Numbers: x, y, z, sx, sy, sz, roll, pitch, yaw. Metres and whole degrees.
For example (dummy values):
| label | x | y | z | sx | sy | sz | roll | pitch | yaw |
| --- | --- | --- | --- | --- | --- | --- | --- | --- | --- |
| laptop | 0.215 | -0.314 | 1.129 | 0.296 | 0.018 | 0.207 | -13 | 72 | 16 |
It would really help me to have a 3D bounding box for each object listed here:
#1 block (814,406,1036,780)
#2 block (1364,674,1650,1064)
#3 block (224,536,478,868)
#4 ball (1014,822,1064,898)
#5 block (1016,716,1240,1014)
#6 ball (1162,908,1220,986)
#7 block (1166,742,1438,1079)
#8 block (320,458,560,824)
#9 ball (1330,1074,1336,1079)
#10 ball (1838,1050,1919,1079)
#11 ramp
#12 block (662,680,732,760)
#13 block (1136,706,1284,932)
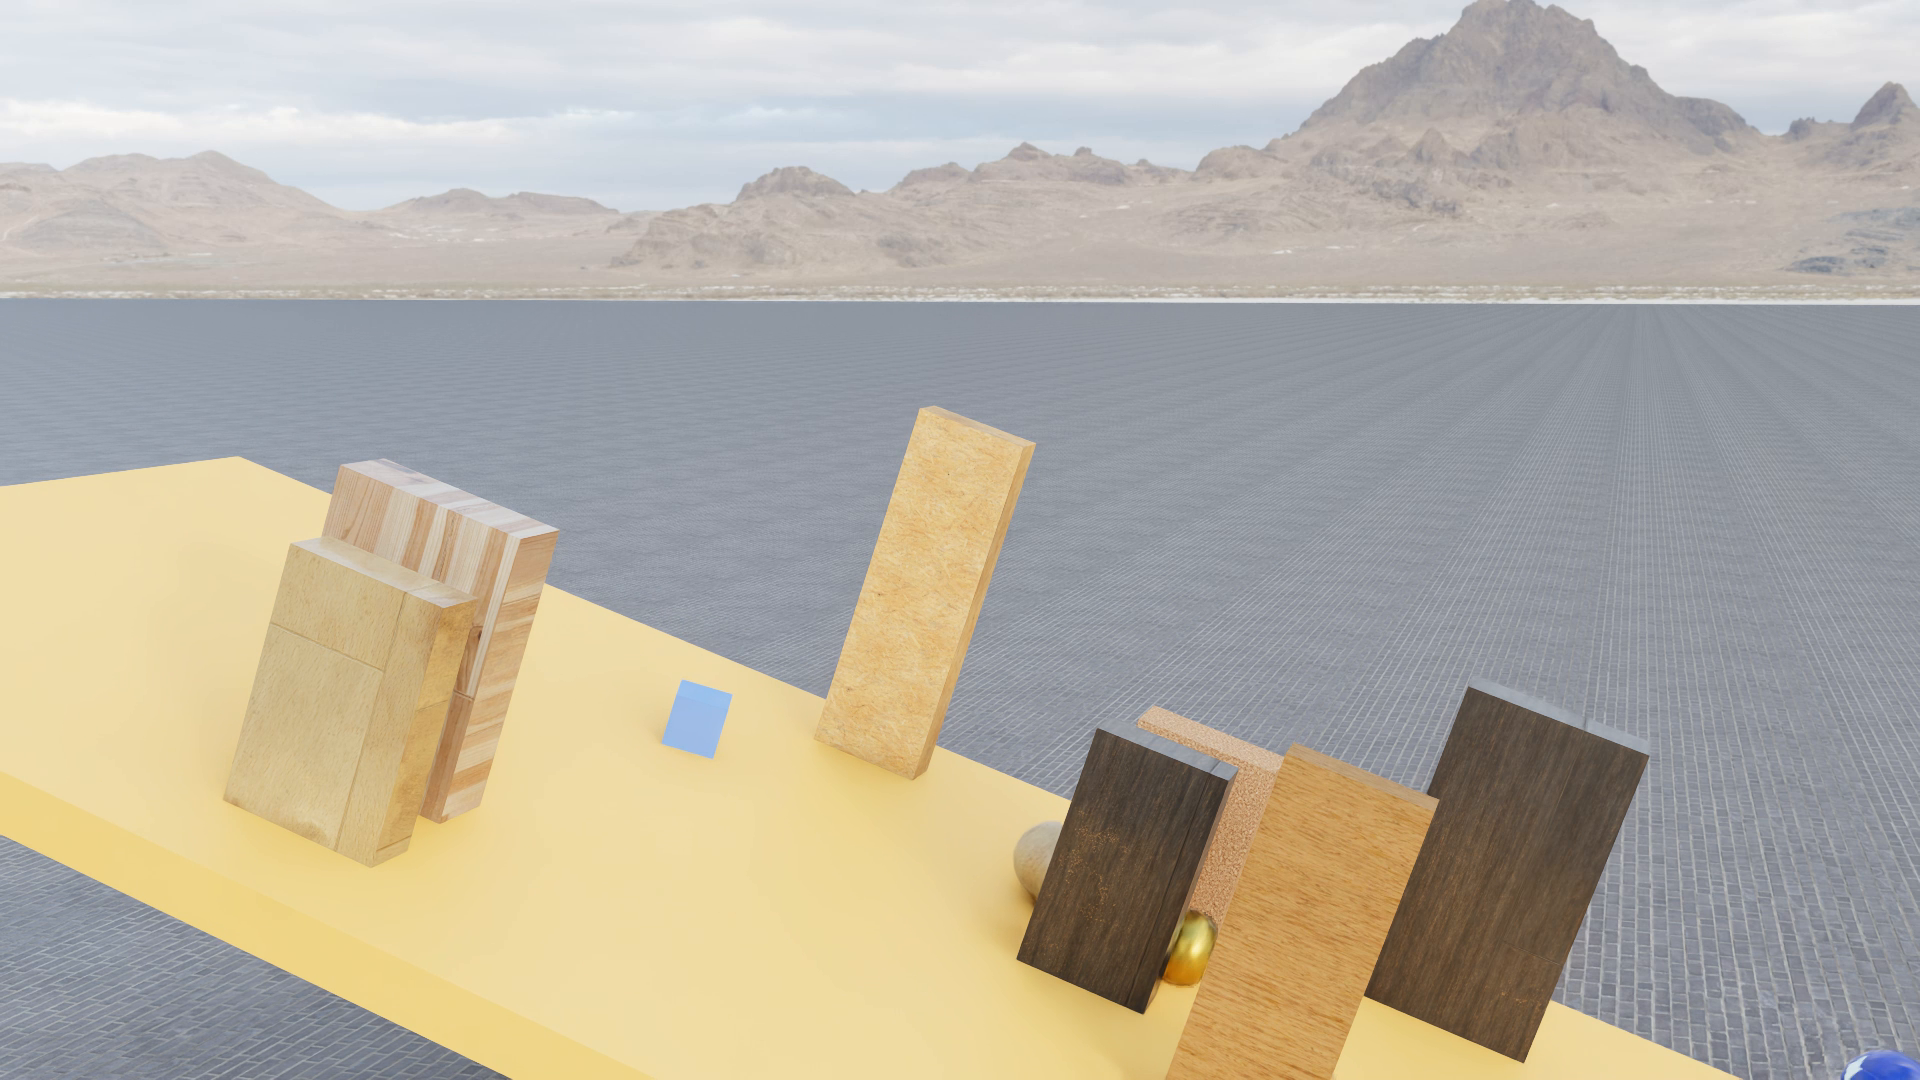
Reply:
| label | x | y | z | sx | sy | sz | roll | pitch | yaw |
| --- | --- | --- | --- | --- | --- | --- | --- | --- | --- |
| block | -0.081 | 0.118 | 4.861 | 0.246 | 0.787 | 0.105 | 21 | 12 | 14 |
| block | 1.083 | 0.659 | 4.424 | 0.365 | 0.676 | 0.136 | 21 | 12 | 14 |
| block | -1.005 | 0.264 | 3.623 | 0.293 | 0.460 | 0.111 | 21 | 12 | 14 |
| ball | 0.186 | 0.645 | 4.412 | 0.157 | 0.157 | 0.157 | 0 | 7 | 0 |
| block | 0.307 | 0.597 | 4.046 | 0.255 | 0.471 | 0.109 | 21 | 12 | 14 |
| ball | 0.427 | 0.777 | 4.200 | 0.146 | 0.146 | 0.146 | 0 | 7 | 0 |
| block | 0.545 | 0.681 | 3.585 | 0.248 | 0.651 | 0.086 | 21 | 12 | 14 |
| block | -0.971 | 0.175 | 3.891 | 0.366 | 0.536 | 0.141 | 21 | 12 | 14 |
| ball | 0.581 | 0.934 | 3.769 | 0.128 | 0.128 | 0.128 | 0 | 7 | 0 |
| ball | 1.973 | 1.187 | 4.684 | 0.199 | 0.199 | 0.199 | 0 | 7 | 0 |
| ramp | -0.348 | 0.649 | 4.220 | 4.000 | 0.100 | 2.000 | 21 | 12 | 14 |
| block | -0.553 | 0.376 | 4.629 | 0.112 | 0.112 | 0.112 | 17 | 12 | -5 |
| block | 0.426 | 0.591 | 4.329 | 0.281 | 0.439 | 0.141 | 21 | 12 | 14 |
